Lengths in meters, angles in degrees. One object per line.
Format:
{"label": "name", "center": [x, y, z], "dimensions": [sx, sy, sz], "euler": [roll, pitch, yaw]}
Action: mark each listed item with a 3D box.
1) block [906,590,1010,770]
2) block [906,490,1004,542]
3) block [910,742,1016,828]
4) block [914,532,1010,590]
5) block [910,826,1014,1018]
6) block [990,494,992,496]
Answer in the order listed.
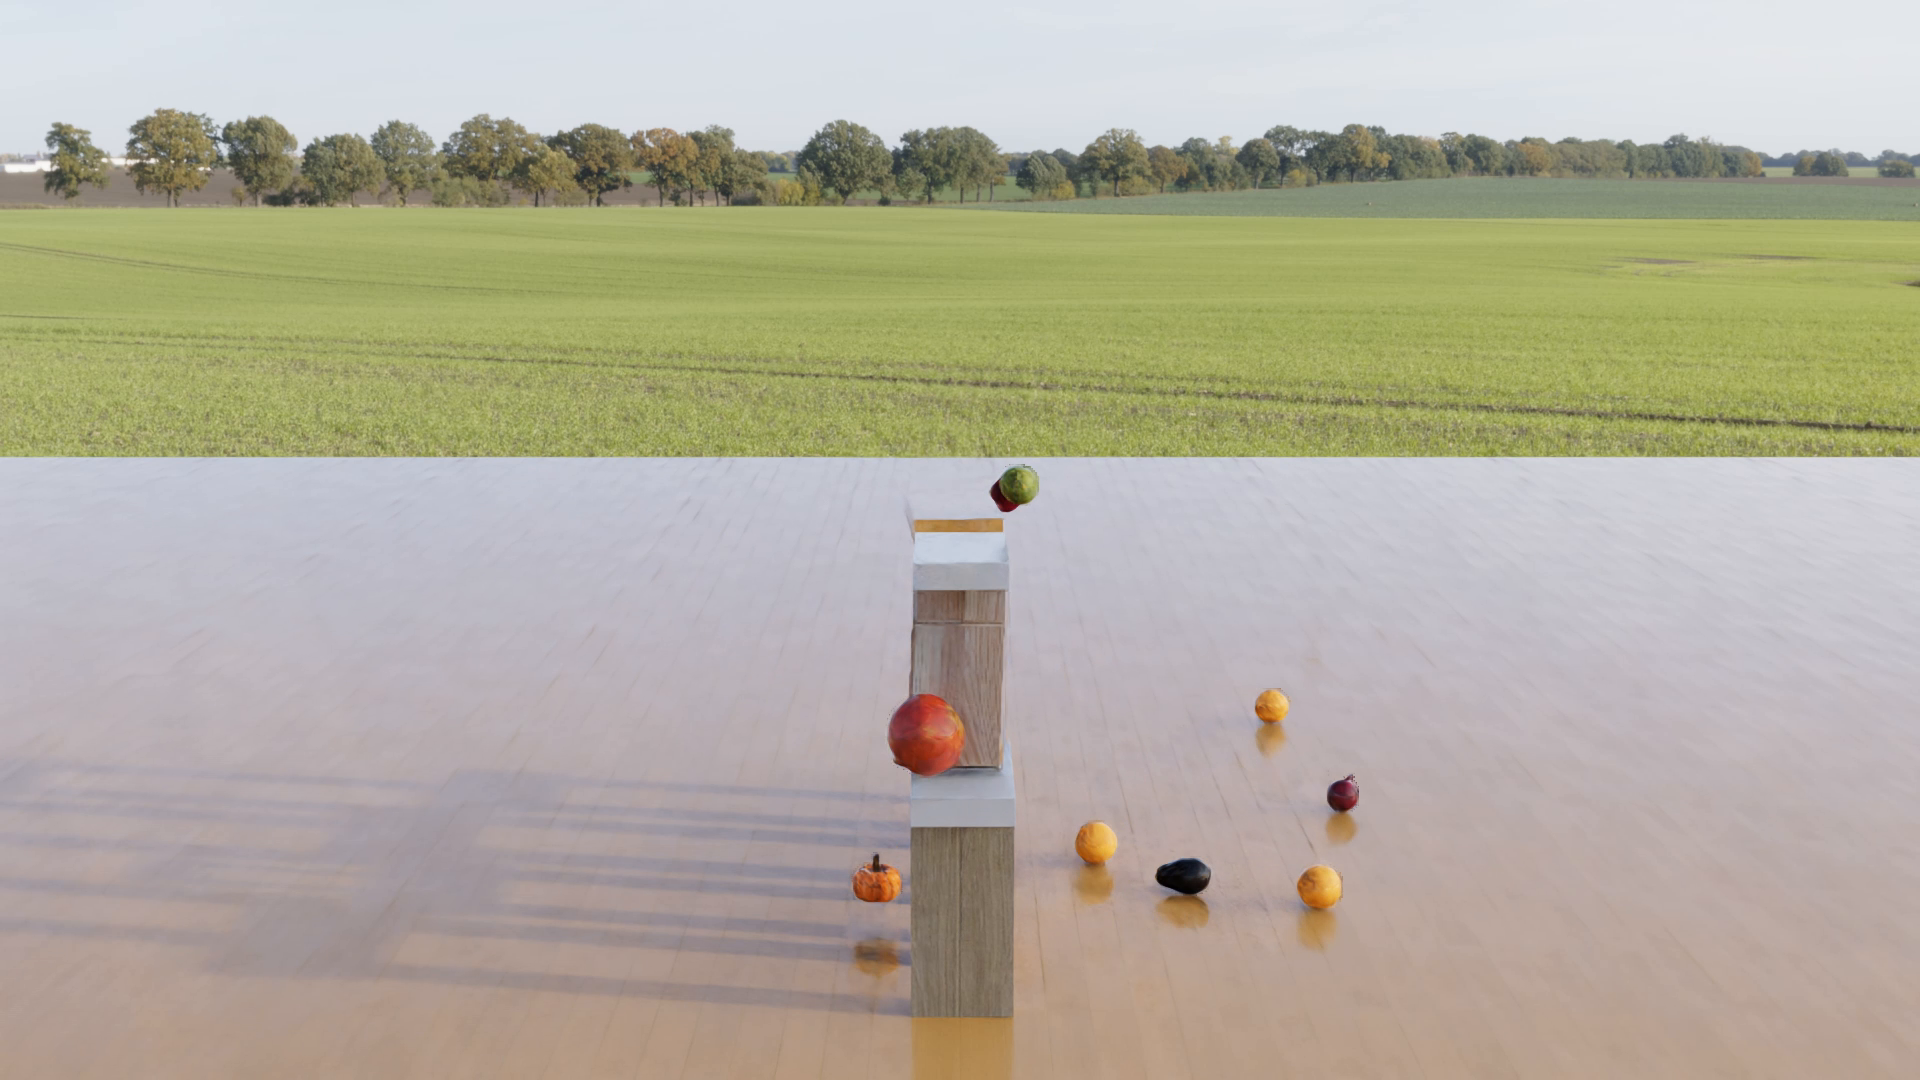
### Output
{"label": "block", "center": [-0.003, 0.196, 3.221], "dimensions": [0.136, 0.273, 0.039], "euler": [1, -12, 9]}
{"label": "block", "center": [-0.012, -0.038, 3.601], "dimensions": [0.141, 0.040, 0.283], "euler": [-1, 10, -4]}
{"label": "block", "center": [0.004, 0.354, 3.216], "dimensions": [0.147, 0.042, 0.293], "euler": [0, 10, 0]}
{"label": "block", "center": [0.001, 0.030, 3.248], "dimensions": [0.136, 0.039, 0.273], "euler": [0, 9, 0]}
{"label": "block", "center": [0.003, 0.537, 3.151], "dimensions": [0.147, 0.293, 0.042], "euler": [0, 10, 0]}
{"label": "block", "center": [-0.002, -0.046, 3.903], "dimensions": [0.120, 0.034, 0.239], "euler": [0, 11, 1]}
